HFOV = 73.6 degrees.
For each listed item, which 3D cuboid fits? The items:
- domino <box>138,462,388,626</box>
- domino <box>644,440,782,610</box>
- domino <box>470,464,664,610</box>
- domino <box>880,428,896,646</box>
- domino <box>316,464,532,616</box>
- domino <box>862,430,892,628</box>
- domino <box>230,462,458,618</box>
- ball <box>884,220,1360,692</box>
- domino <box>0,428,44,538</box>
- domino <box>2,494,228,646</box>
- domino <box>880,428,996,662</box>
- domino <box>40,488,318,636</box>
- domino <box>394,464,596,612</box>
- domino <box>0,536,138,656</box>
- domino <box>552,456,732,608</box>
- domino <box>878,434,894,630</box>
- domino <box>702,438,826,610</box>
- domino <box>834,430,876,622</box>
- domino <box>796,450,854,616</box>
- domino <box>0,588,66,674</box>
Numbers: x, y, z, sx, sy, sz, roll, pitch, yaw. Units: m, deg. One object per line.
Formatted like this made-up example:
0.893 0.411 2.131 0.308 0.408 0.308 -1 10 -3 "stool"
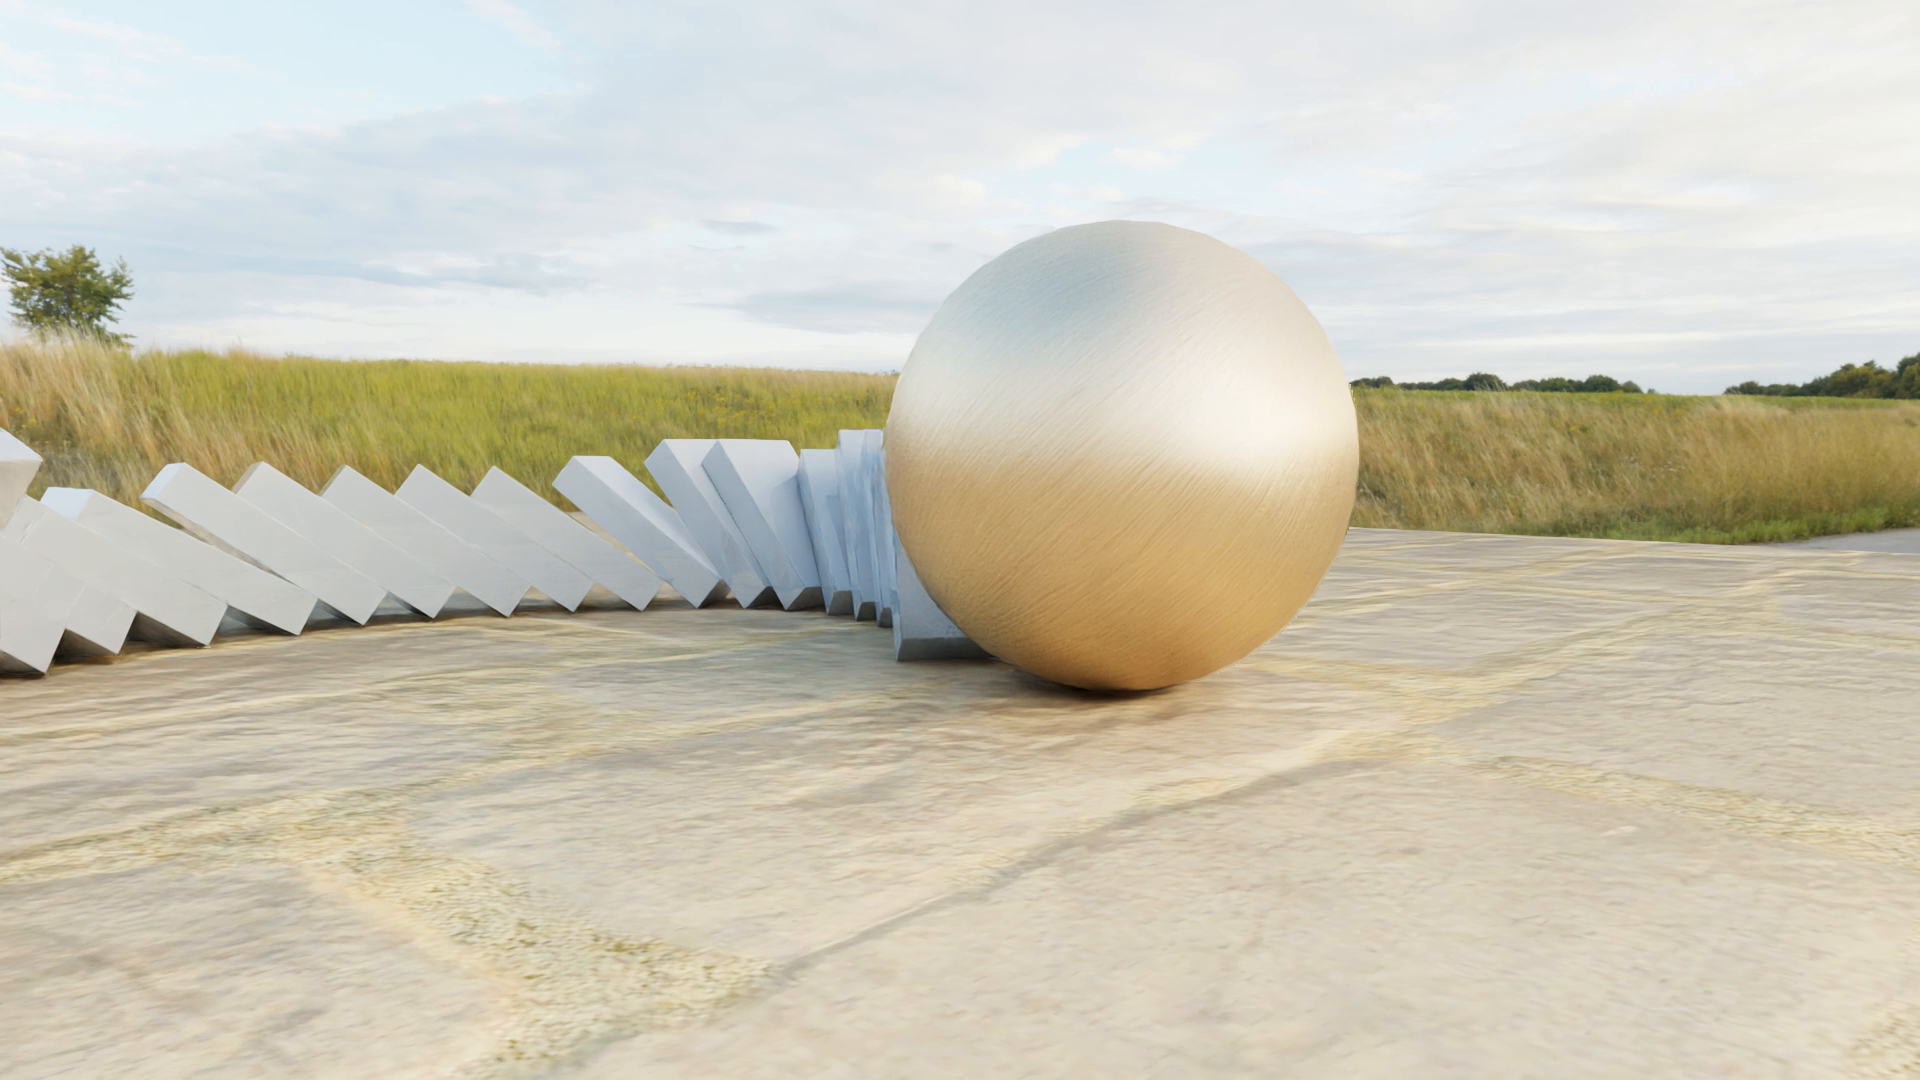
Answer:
-0.159 0.001 0.293 0.025 0.009 0.050 2 -33 51 "domino"
-0.061 -0.005 0.345 0.010 0.050 0.025 -44 -17 24 "domino"
-0.101 -0.001 0.330 0.050 0.010 0.025 37 -8 -18 "domino"
-0.003 -0.001 0.274 0.025 0.050 0.009 -1 -32 -10 "domino"
-0.132 0.000 0.315 0.050 0.009 0.025 39 -15 -25 "domino"
-0.009 -0.004 0.309 0.025 0.050 0.010 -1 -32 -11 "domino"
-0.146 0.000 0.304 0.050 0.009 0.025 40 -20 -28 "domino"
0.027 -0.014 0.221 0.080 0.080 0.080 0 4 0 "ball"
-0.085 0.013 0.083 0.009 0.050 0.025 35 8 5 "domino"
-0.175 0.006 0.254 0.025 0.009 0.050 0 -28 23 "domino"
-0.002 0.000 0.262 0.025 0.050 0.009 -1 -32 -9 "domino"
-0.168 0.005 0.276 0.025 0.010 0.050 3 -25 38 "domino"
-0.117 -0.001 0.324 0.050 0.009 0.025 37 -11 -19 "domino"
-0.181 0.006 0.233 0.025 0.009 0.050 -3 -30 15 "domino"
-0.082 -0.003 0.343 0.050 0.009 0.025 40 7 3 "domino"
-0.004 -0.003 0.297 0.025 0.050 0.010 -1 -32 -10 "domino"
-0.046 -0.005 0.341 0.025 0.050 0.009 -4 -37 -50 "domino"
-0.016 -0.004 0.320 0.025 0.050 0.009 -1 -32 -15 "domino"
-0.026 -0.003 0.334 0.025 0.009 0.050 -1 48 -19 "domino"
-0.182 0.008 0.216 0.025 0.010 0.050 -2 -30 8 "domino"
